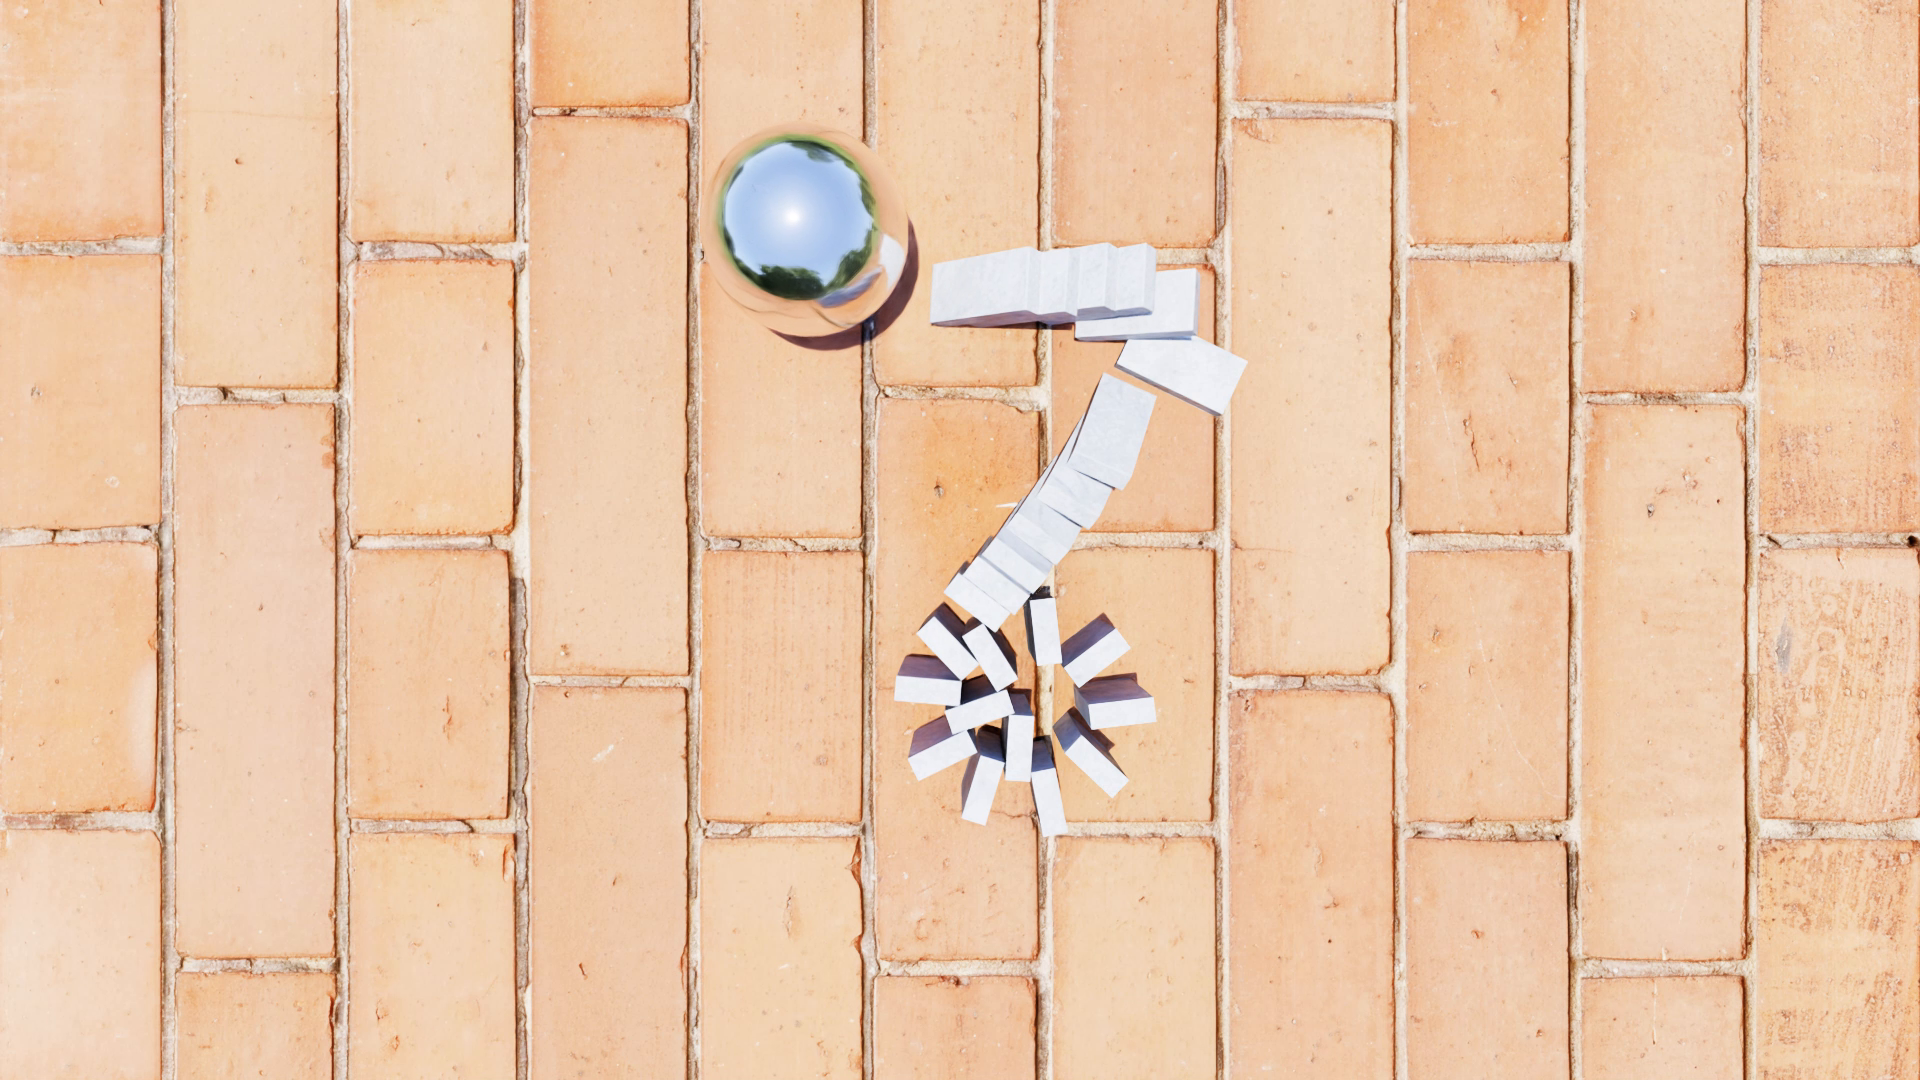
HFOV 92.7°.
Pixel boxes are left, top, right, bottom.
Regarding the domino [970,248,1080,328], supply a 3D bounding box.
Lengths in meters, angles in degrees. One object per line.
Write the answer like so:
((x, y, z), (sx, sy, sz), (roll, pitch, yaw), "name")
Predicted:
((0.025, -0.104, 0.381), (0.050, 0.009, 0.025), (4, 90, 38), "domino")

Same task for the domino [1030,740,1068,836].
((0.034, 0.100, 0.375), (0.009, 0.050, 0.025), (-11, 90, 0), "domino")

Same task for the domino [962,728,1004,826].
((0.009, 0.096, 0.375), (0.009, 0.050, 0.025), (17, 90, 0), "domino")

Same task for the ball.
((-0.060, -0.121, 0.360), (0.080, 0.080, 0.080), (0, 90, 0), "ball")

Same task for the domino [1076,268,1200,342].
((0.074, -0.098, 0.384), (0.050, 0.010, 0.025), (3, 90, 27), "domino")

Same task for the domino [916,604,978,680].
((-0.004, 0.041, 0.375), (0.010, 0.050, 0.025), (-44, 90, 3), "domino")

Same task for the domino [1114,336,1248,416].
((0.095, -0.076, 0.395), (0.050, 0.009, 0.025), (26, 90, 0), "domino")

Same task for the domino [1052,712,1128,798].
((0.052, 0.087, 0.375), (0.025, 0.050, 0.010), (43, 90, 0), "domino")

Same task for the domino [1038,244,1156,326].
((0.056, -0.105, 0.381), (0.050, 0.009, 0.025), (3, 90, 38), "domino")

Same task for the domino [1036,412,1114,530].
((0.052, -0.029, 0.380), (0.025, 0.010, 0.050), (32, 49, 0), "domino")

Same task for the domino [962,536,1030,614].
((0.017, 0.013, 0.375), (0.025, 0.050, 0.010), (38, 102, 0), "domino")

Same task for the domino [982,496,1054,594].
((0.028, 0.001, 0.376), (0.025, 0.050, 0.009), (38, 118, 0), "domino")

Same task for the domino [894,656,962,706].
((-0.012, 0.057, 0.375), (0.025, 0.050, 0.010), (5, 92, 0), "domino")

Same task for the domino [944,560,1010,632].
((0.008, 0.022, 0.375), (0.025, 0.050, 0.009), (38, 96, 0), "domino")

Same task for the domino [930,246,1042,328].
((0.010, -0.104, 0.381), (0.050, 0.009, 0.025), (3, 90, 38), "domino")

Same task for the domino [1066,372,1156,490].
((0.064, -0.046, 0.381), (0.025, 0.009, 0.050), (24, 53, 0), "domino")

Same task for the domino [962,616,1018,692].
((0.013, 0.044, 0.375), (0.009, 0.050, 0.025), (-32, 91, 3), "domino")

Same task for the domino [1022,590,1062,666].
((0.033, 0.035, 0.375), (0.010, 0.050, 0.025), (-6, 90, 0), "domino")

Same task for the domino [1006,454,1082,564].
((0.040, -0.013, 0.378), (0.025, 0.050, 0.009), (36, 131, 0), "domino")

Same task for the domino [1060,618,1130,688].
((0.053, 0.045, 0.375), (0.025, 0.050, 0.010), (-37, 90, 0), "domino")

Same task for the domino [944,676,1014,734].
((0.008, 0.066, 0.375), (0.025, 0.050, 0.010), (-19, 90, 0), "domino")

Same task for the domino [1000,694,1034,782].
((0.023, 0.080, 0.375), (0.009, 0.050, 0.025), (3, 90, 0), "domino")

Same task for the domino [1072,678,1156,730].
((0.062, 0.066, 0.375), (0.025, 0.050, 0.009), (-7, 90, 0), "domino")

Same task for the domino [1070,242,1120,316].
((0.041, -0.106, 0.381), (0.050, 0.010, 0.025), (4, 90, 38), "domino")

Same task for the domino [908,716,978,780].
((-0.007, 0.082, 0.375), (0.025, 0.050, 0.010), (-26, 90, 0), "domino")
